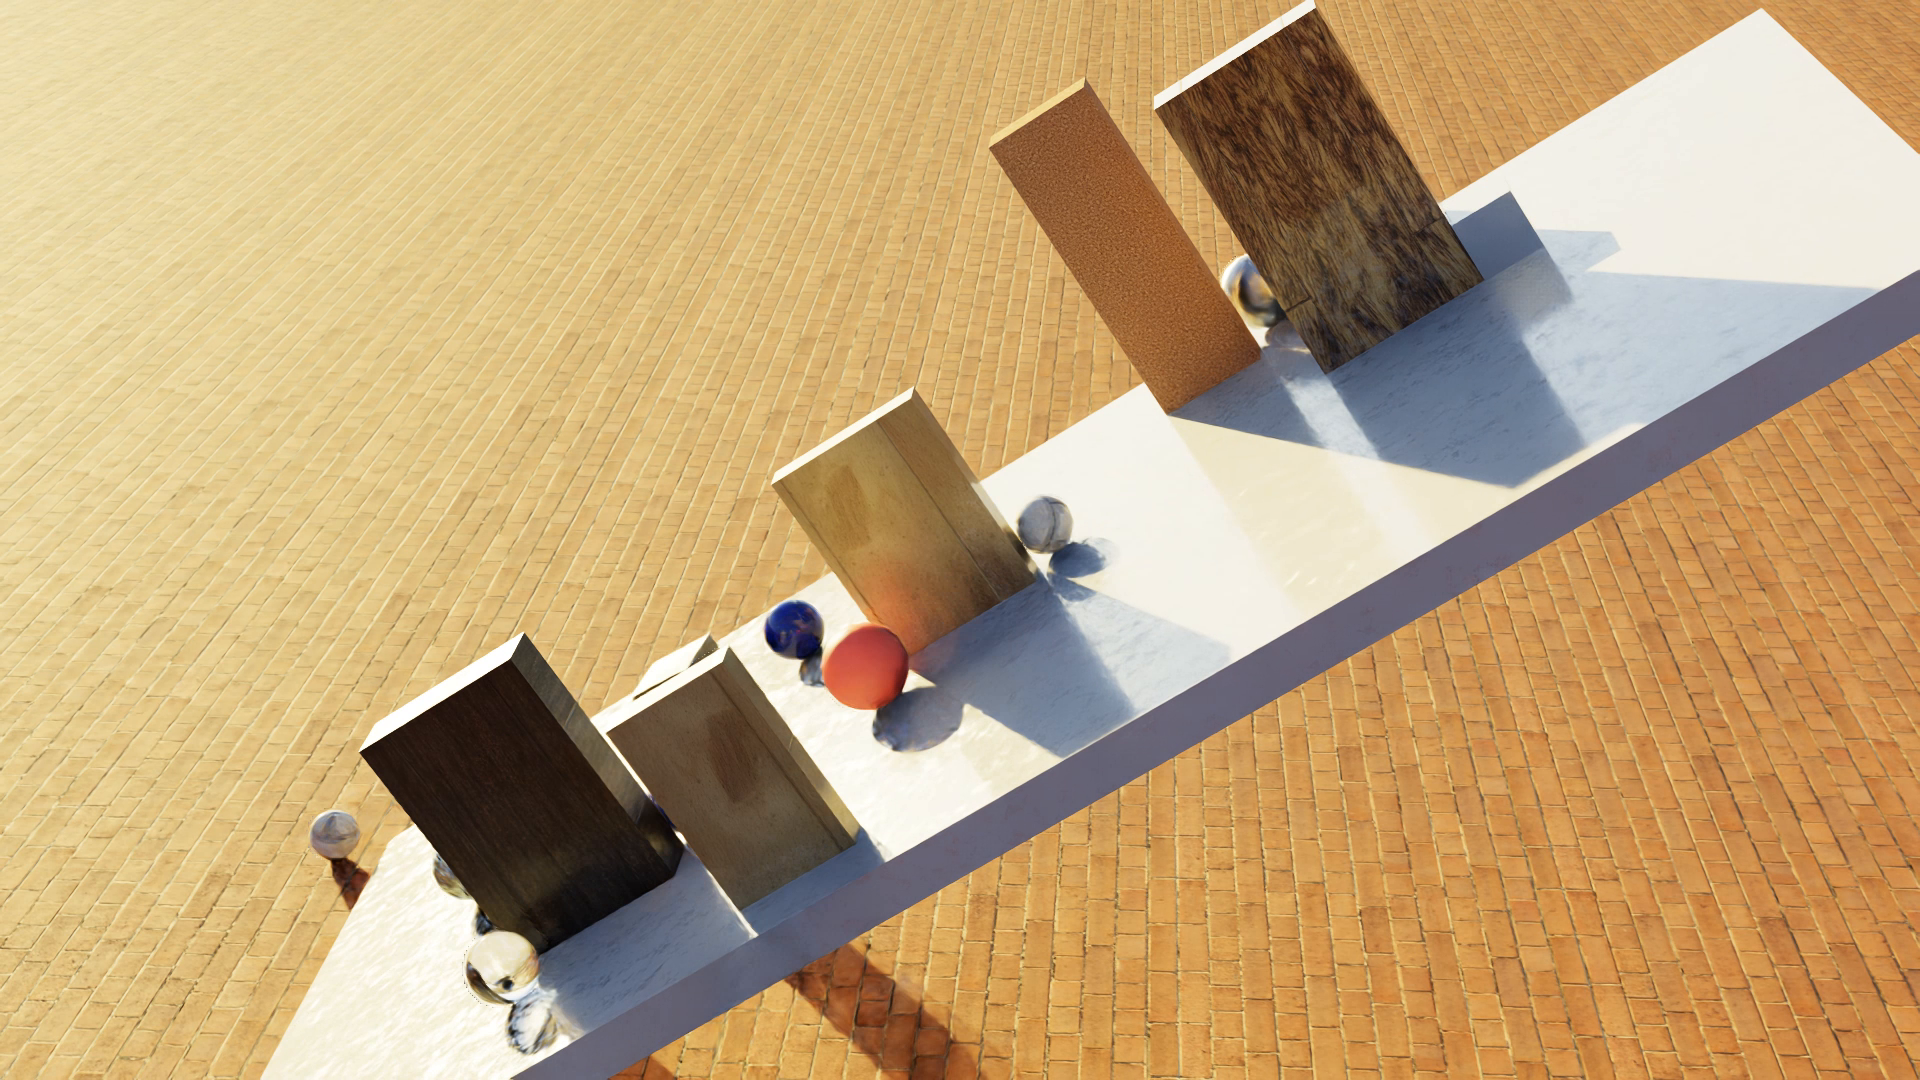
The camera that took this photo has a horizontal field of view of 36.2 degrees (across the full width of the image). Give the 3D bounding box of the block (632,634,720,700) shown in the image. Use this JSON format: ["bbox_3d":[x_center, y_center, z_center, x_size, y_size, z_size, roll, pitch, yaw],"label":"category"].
[{"bbox_3d":[-0.625,0.357,6.837,0.169,0.169,0.169,-28,17,25],"label":"block"}]

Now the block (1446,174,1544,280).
[{"bbox_3d":[1.137,-0.665,6.260,0.142,0.142,0.142,-31,15,14],"label":"block"}]

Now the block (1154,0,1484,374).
[{"bbox_3d":[0.763,-0.748,6.255,0.393,0.689,0.128,-31,15,14],"label":"block"}]

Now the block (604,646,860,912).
[{"bbox_3d":[-0.430,0.455,5.595,0.273,0.443,0.084,-31,15,14],"label":"block"}]

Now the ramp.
[{"bbox_3d":[0.139,0.171,6.297,4.000,0.100,2.000,-31,15,14],"label":"ramp"}]

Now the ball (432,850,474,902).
[{"bbox_3d":[-1.121,0.738,6.721,0.173,0.173,0.173,0,20,0],"label":"ball"}]

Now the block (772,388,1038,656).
[{"bbox_3d":[-0.116,-0.029,6.322,0.360,0.487,0.081,-31,15,14],"label":"block"}]

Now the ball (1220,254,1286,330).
[{"bbox_3d":[0.695,-0.581,6.874,0.180,0.180,0.180,0,20,0],"label":"ball"}]

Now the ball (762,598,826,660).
[{"bbox_3d":[-0.385,0.208,6.829,0.144,0.144,0.144,0,20,0],"label":"ball"}]

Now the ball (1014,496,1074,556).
[{"bbox_3d":[0.182,-0.032,6.382,0.130,0.130,0.130,0,20,0],"label":"ball"}]

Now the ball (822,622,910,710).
[{"bbox_3d":[-0.199,0.266,6.178,0.185,0.185,0.185,0,20,0],"label":"ball"}]

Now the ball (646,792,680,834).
[{"bbox_3d":[-0.596,0.553,6.231,0.140,0.140,0.140,0,20,0],"label":"ball"}]

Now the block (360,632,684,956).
[{"bbox_3d":[-0.903,0.538,6.095,0.389,0.574,0.142,-31,15,14],"label":"block"}]

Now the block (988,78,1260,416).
[{"bbox_3d":[0.379,-0.666,6.710,0.254,0.747,0.111,-31,15,14],"label":"block"}]

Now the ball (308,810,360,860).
[{"bbox_3d":[-1.652,0.778,7.766,0.132,0.132,0.132,0,20,0],"label":"ball"}]

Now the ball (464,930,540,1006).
[{"bbox_3d":[-0.926,0.867,5.955,0.151,0.151,0.151,0,20,0],"label":"ball"}]
